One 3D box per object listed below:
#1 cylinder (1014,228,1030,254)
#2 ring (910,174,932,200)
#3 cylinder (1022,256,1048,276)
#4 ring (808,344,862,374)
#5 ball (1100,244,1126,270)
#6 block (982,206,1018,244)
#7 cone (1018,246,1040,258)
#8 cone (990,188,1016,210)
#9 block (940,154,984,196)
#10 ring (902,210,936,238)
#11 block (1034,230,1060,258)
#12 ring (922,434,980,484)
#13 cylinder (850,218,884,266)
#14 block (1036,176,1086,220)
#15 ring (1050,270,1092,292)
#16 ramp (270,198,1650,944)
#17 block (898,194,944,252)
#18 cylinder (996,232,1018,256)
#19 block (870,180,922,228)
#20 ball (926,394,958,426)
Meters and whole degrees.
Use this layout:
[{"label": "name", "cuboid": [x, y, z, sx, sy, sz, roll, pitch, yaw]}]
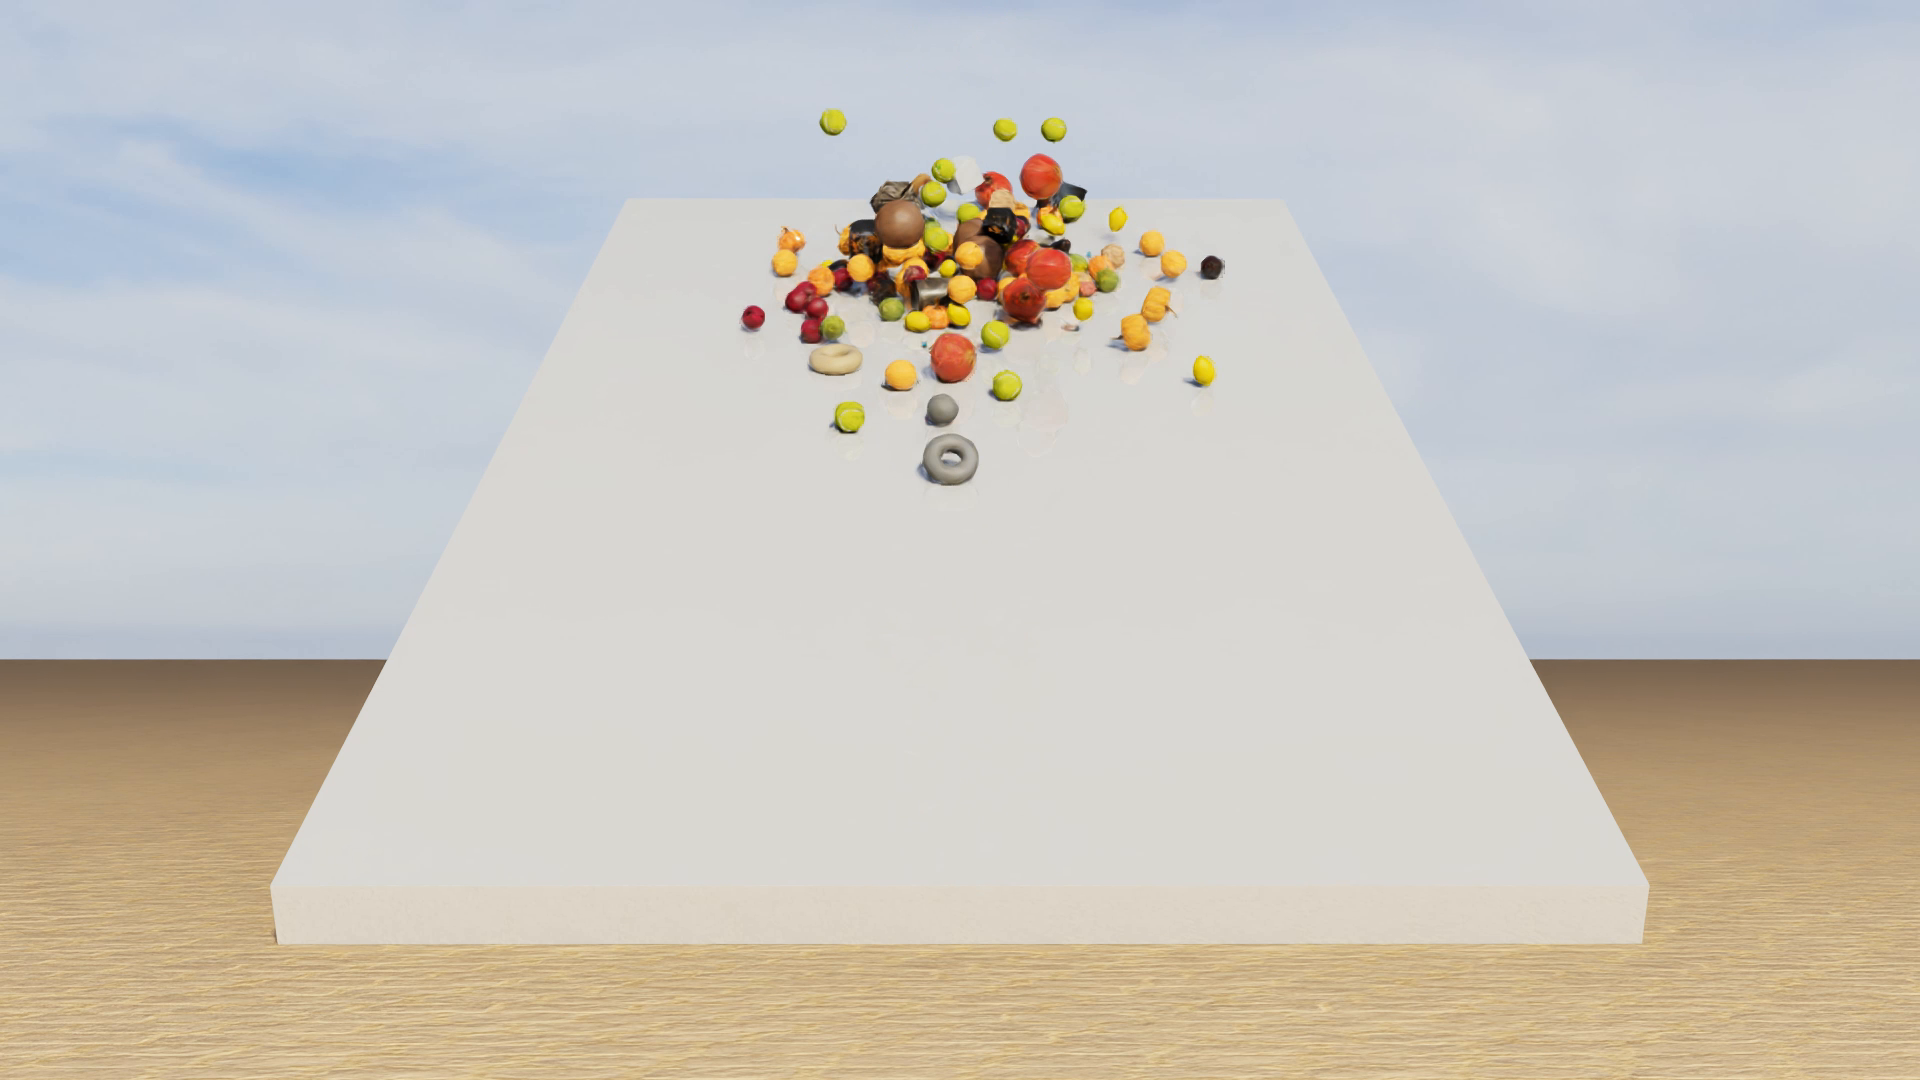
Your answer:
[{"label": "cylinder", "cuboid": [0.156, -0.841, 6.458, 0.058, 0.058, 0.058, 33, 7, 16]}, {"label": "ring", "cuboid": [-0.114, -1.013, 6.651, 0.030, 0.089, 0.089, 32, 15, 31]}, {"label": "cylinder", "cuboid": [0.202, -0.744, 6.257, 0.052, 0.052, 0.052, -12, 3, -26]}, {"label": "ring", "cuboid": [-0.297, -0.432, 5.519, 0.130, 0.043, 0.130, -2, 26, 1]}, {"label": "ball", "cuboid": [0.417, -0.774, 6.309, 0.069, 0.069, 0.069, 0, -3, 0]}, {"label": "block", "cuboid": [0.107, -0.847, 6.204, 0.066, 0.066, 0.066, 9, -32, 22]}, {"label": "cone", "cuboid": [0.183, -0.775, 6.309, 0.059, 0.059, 0.059, 1, -3, -18]}, {"label": "cone", "cuboid": [0.098, -0.917, 6.271, 0.079, 0.079, 0.079, 1, 8, -25]}, {"label": "block", "cuboid": [0.005, -1.058, 6.679, 0.080, 0.080, 0.080, -35, 31, -18]}, {"label": "ring", "cuboid": [-0.133, -0.920, 6.639, 0.143, 0.048, 0.143, 20, 28, -11]}, {"label": "block", "cuboid": [0.243, -0.830, 6.454, 0.059, 0.059, 0.059, 6, 23, 13]}, {"label": "ring", "cuboid": [-0.019, -0.170, 4.836, 0.120, 0.120, 0.040, 0, -31, -5]}, {"label": "cylinder", "cuboid": [-0.246, -0.785, 6.078, 0.090, 0.090, 0.090, 2, 36, -2]}, {"label": "block", "cuboid": [0.296, -1.003, 6.772, 0.096, 0.096, 0.096, 14, 11, -26]}, {"label": "ring", "cuboid": [0.297, -0.689, 6.144, 0.114, 0.038, 0.114, 1, 22, 0]}, {"label": "ramp", "cuboid": [-0.007, -0.224, 5.209, 2.000, 0.100, 4.000, 0, 23, 0]}, {"label": "block", "cuboid": [-0.119, -0.890, 6.478, 0.098, 0.098, 0.098, -30, 32, 9]}, {"label": "cylinder", "cuboid": [0.129, -0.821, 6.374, 0.054, 0.054, 0.054, 7, -33, 5]}, {"label": "block", "cuboid": [-0.177, -0.931, 6.397, 0.089, 0.089, 0.089, 13, -33, 39]}, {"label": "ball", "cuboid": [-0.039, -0.291, 5.148, 0.070, 0.070, 0.070, 0, -3, 0]}]
